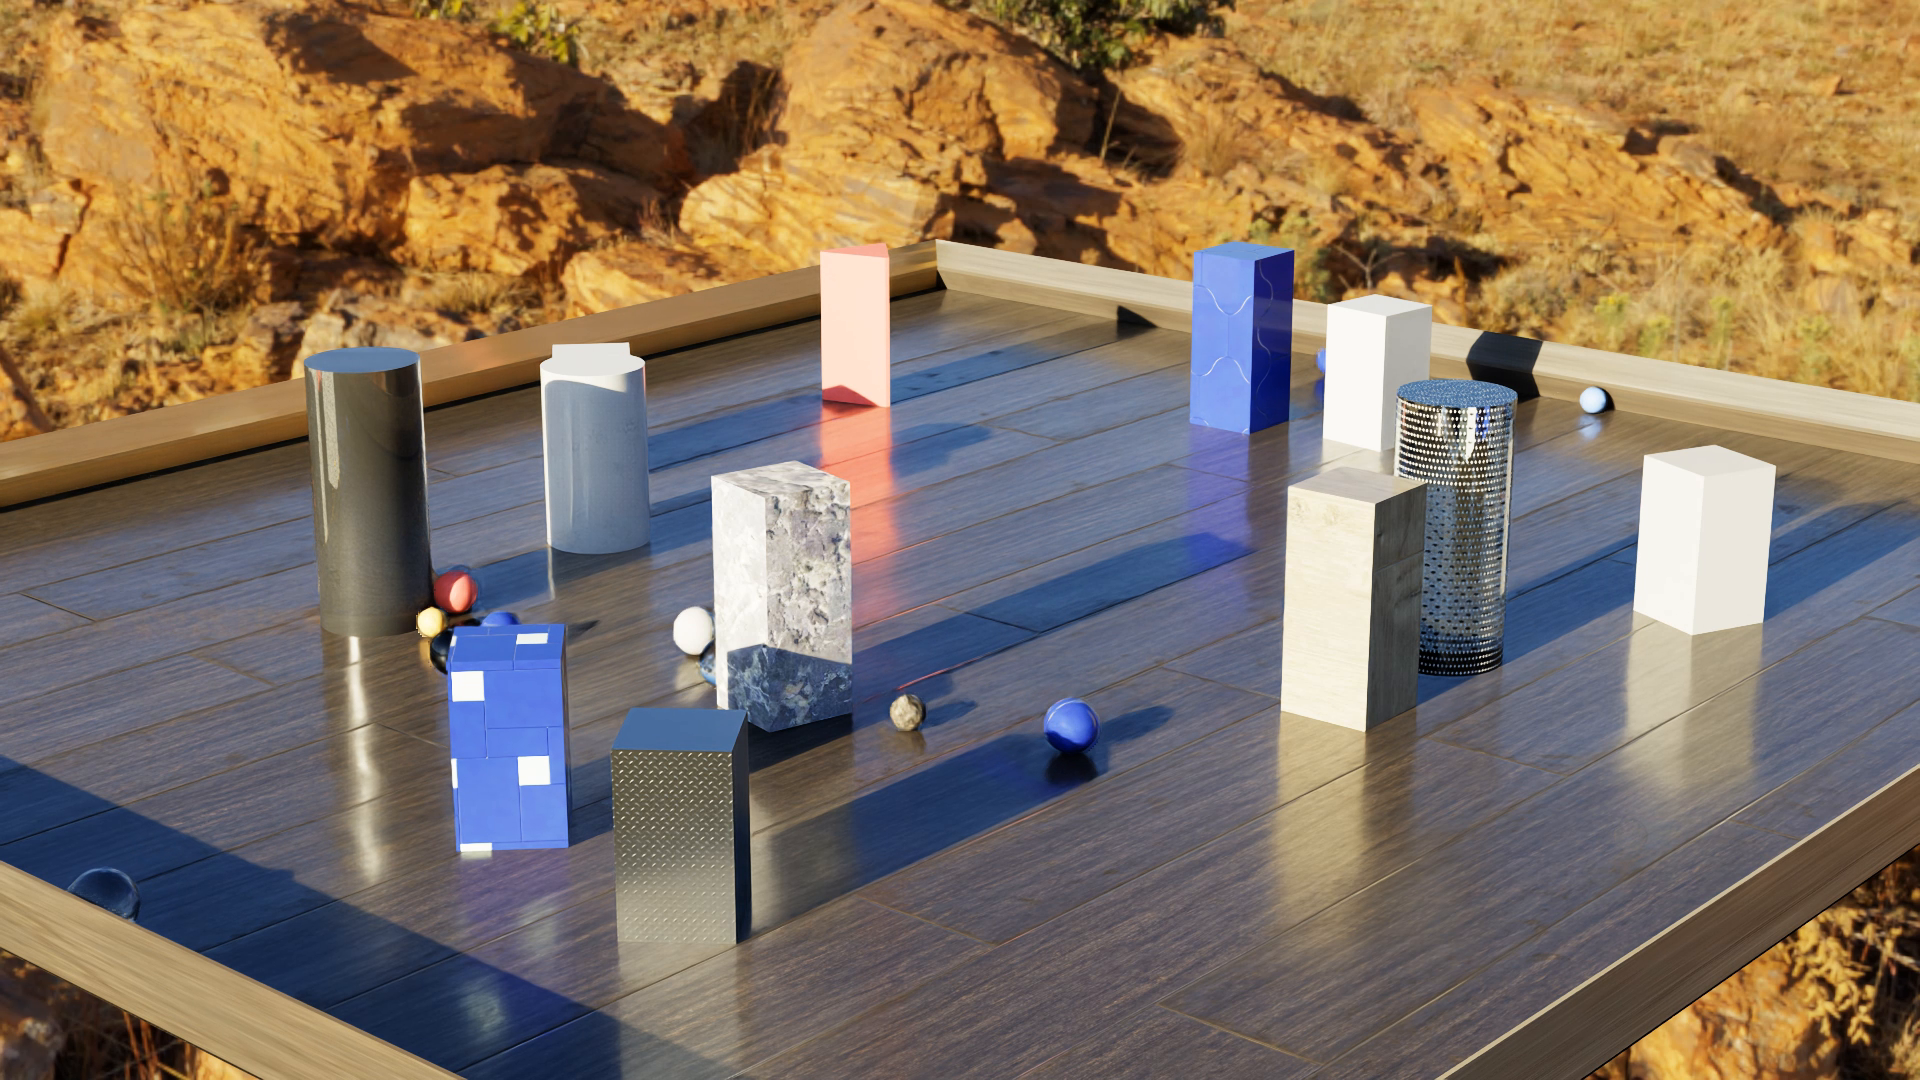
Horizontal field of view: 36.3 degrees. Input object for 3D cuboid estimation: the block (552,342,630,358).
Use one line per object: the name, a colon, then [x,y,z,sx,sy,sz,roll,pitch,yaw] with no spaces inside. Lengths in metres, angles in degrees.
block: [-0.734,-0.257,5.870,0.152,0.244,0.152,-2,17,-7]

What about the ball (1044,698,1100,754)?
ball: [0.167,0.277,4.378,0.084,0.084,0.084,0,17,0]

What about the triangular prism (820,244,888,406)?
triangular prism: [-0.199,-0.478,6.451,0.165,0.331,0.143,8,19,25]

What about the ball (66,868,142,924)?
ball: [-1.093,0.465,3.736,0.095,0.095,0.095,0,17,0]

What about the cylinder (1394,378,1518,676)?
cylinder: [0.793,-0.021,4.740,0.190,0.445,0.190,0,17,0]

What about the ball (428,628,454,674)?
ball: [-0.816,0.180,4.714,0.075,0.075,0.075,0,17,0]

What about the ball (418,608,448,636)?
ball: [-0.881,0.137,4.902,0.049,0.049,0.049,0,17,0]

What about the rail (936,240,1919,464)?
rail: [1.241,-0.382,6.489,3.494,0.124,0.045,14,22,39]

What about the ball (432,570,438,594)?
ball: [-0.934,0.074,5.093,0.059,0.059,0.059,0,17,0]

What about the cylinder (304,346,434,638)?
cylinder: [-0.991,-0.082,4.927,0.190,0.454,0.190,0,17,0]

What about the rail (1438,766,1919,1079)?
rail: [1.301,0.358,4.039,0.045,0.124,3.833,14,22,39]

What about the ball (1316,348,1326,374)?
ball: [0.844,-0.409,6.688,0.061,0.061,0.061,0,17,0]

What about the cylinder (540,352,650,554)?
cylinder: [-0.670,-0.161,5.398,0.190,0.333,0.190,0,17,0]

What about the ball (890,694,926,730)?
ball: [-0.079,0.263,4.475,0.055,0.055,0.055,0,17,0]

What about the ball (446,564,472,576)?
ball: [-0.879,0.066,5.138,0.048,0.048,0.048,0,17,0]

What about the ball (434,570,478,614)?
ball: [-0.863,0.088,5.020,0.075,0.075,0.075,0,17,0]

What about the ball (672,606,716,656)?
ball: [-0.431,0.149,4.809,0.079,0.079,0.079,0,17,0]

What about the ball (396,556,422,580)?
ball: [-0.976,0.051,5.192,0.046,0.046,0.046,0,17,0]

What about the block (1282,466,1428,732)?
block: [0.607,0.088,4.522,0.152,0.362,0.152,13,21,37]

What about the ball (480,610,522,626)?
ball: [-0.753,0.152,4.812,0.072,0.072,0.072,0,17,0]

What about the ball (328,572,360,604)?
ball: [-1.067,0.083,5.075,0.052,0.052,0.052,0,17,0]

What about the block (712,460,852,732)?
block: [-0.273,0.085,4.517,0.152,0.372,0.152,-12,20,-34]

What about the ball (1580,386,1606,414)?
ball: [1.370,-0.303,6.345,0.057,0.057,0.057,0,17,0]

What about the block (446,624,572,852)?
block: [-0.622,0.272,4.065,0.152,0.275,0.152,-1,17,-5]

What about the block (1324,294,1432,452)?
block: [0.869,-0.349,6.104,0.152,0.285,0.152,-15,22,-41]

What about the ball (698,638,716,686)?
ball: [-0.376,0.194,4.661,0.079,0.079,0.079,0,17,0]

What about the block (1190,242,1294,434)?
block: [0.599,-0.431,6.226,0.152,0.371,0.152,13,21,37]

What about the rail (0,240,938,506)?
rail: [-1.301,-0.296,6.202,0.045,0.124,3.833,14,22,39]

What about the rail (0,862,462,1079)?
rail: [-1.241,0.444,3.752,3.494,0.124,0.045,14,22,39]

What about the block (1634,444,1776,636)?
block: [1.261,-0.002,4.971,0.152,0.275,0.152,-8,19,-25]

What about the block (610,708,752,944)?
block: [-0.356,0.366,3.774,0.152,0.262,0.152,1,17,3]
